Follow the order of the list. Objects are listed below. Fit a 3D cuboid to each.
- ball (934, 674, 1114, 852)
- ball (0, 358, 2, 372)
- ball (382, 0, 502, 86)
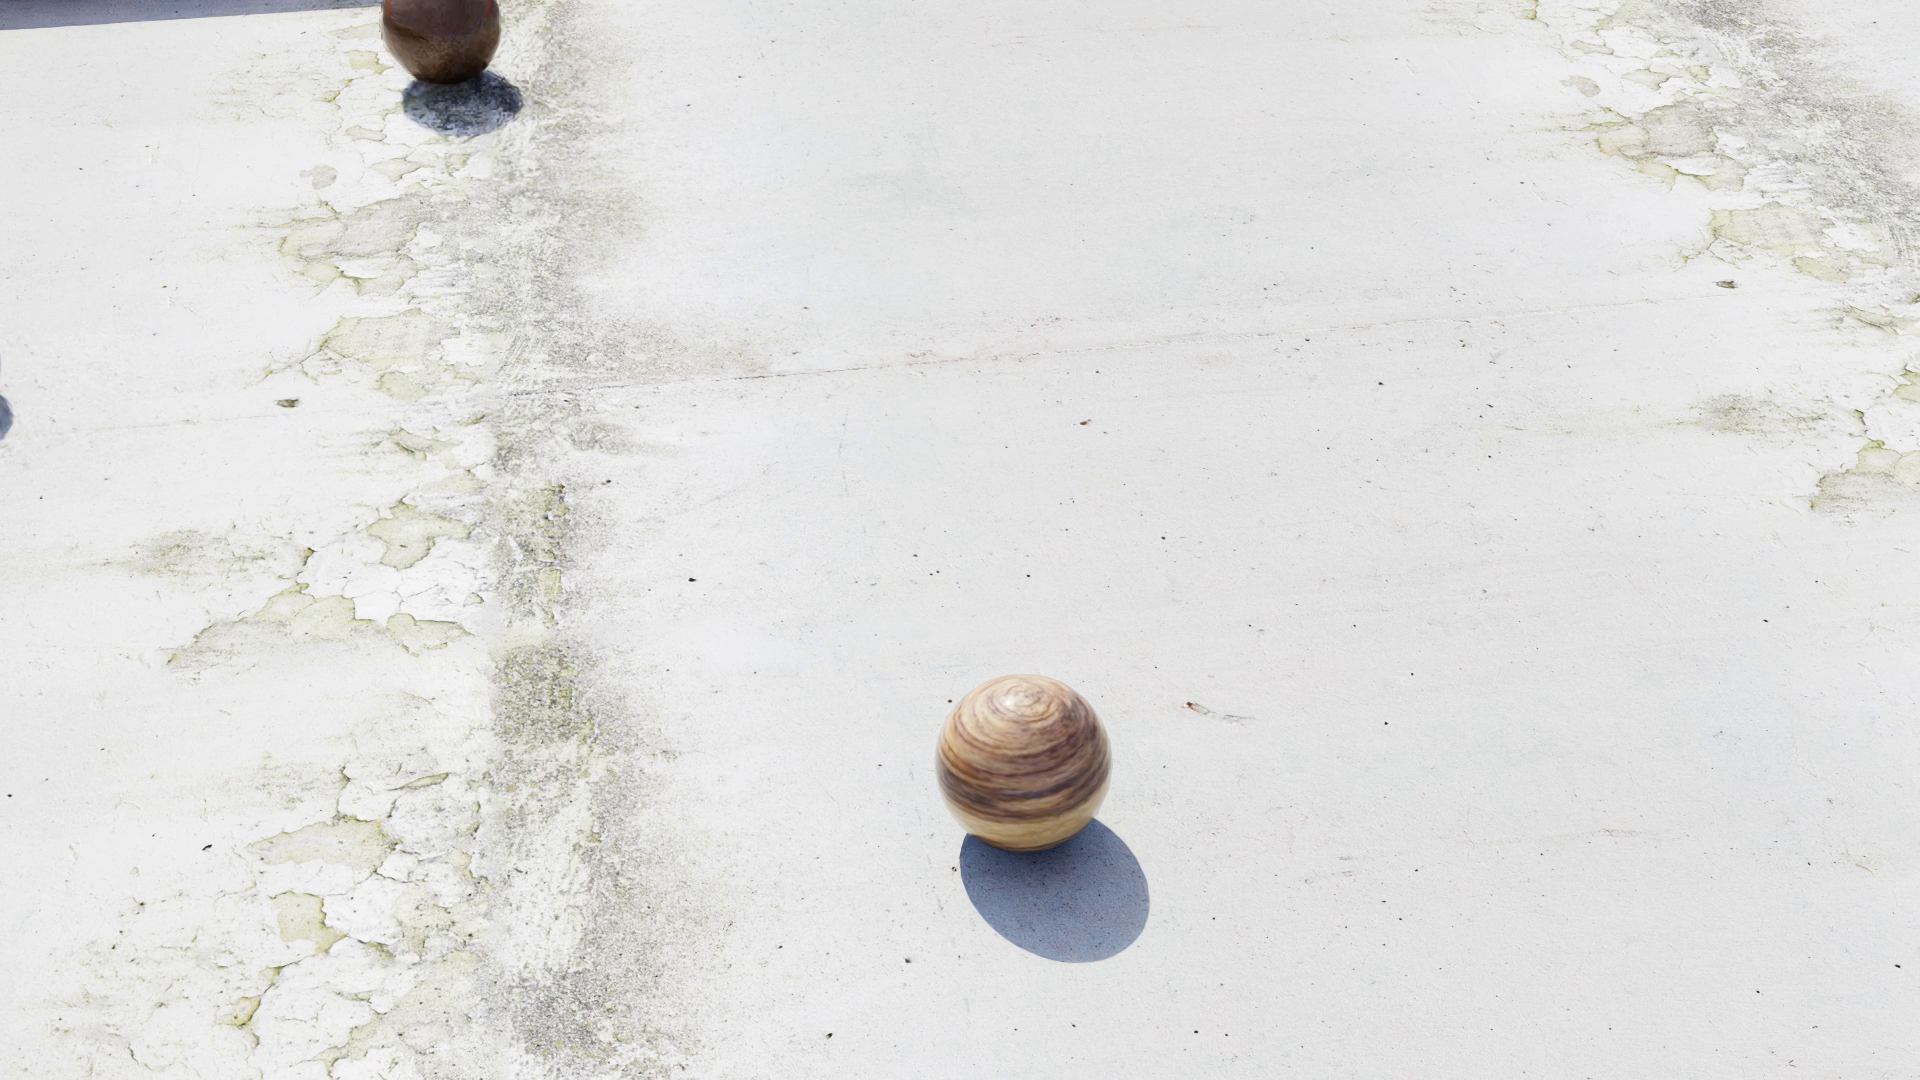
[{"bbox_3d":[0.033,0.116,1.339,0.093,0.093,0.093,0,36,0],"label":"ball"},{"bbox_3d":[-0.660,-0.116,1.681,0.060,0.060,0.060,0,36,0],"label":"ball"},{"bbox_3d":[-0.414,-0.412,2.052,0.095,0.095,0.095,0,36,0],"label":"ball"}]
